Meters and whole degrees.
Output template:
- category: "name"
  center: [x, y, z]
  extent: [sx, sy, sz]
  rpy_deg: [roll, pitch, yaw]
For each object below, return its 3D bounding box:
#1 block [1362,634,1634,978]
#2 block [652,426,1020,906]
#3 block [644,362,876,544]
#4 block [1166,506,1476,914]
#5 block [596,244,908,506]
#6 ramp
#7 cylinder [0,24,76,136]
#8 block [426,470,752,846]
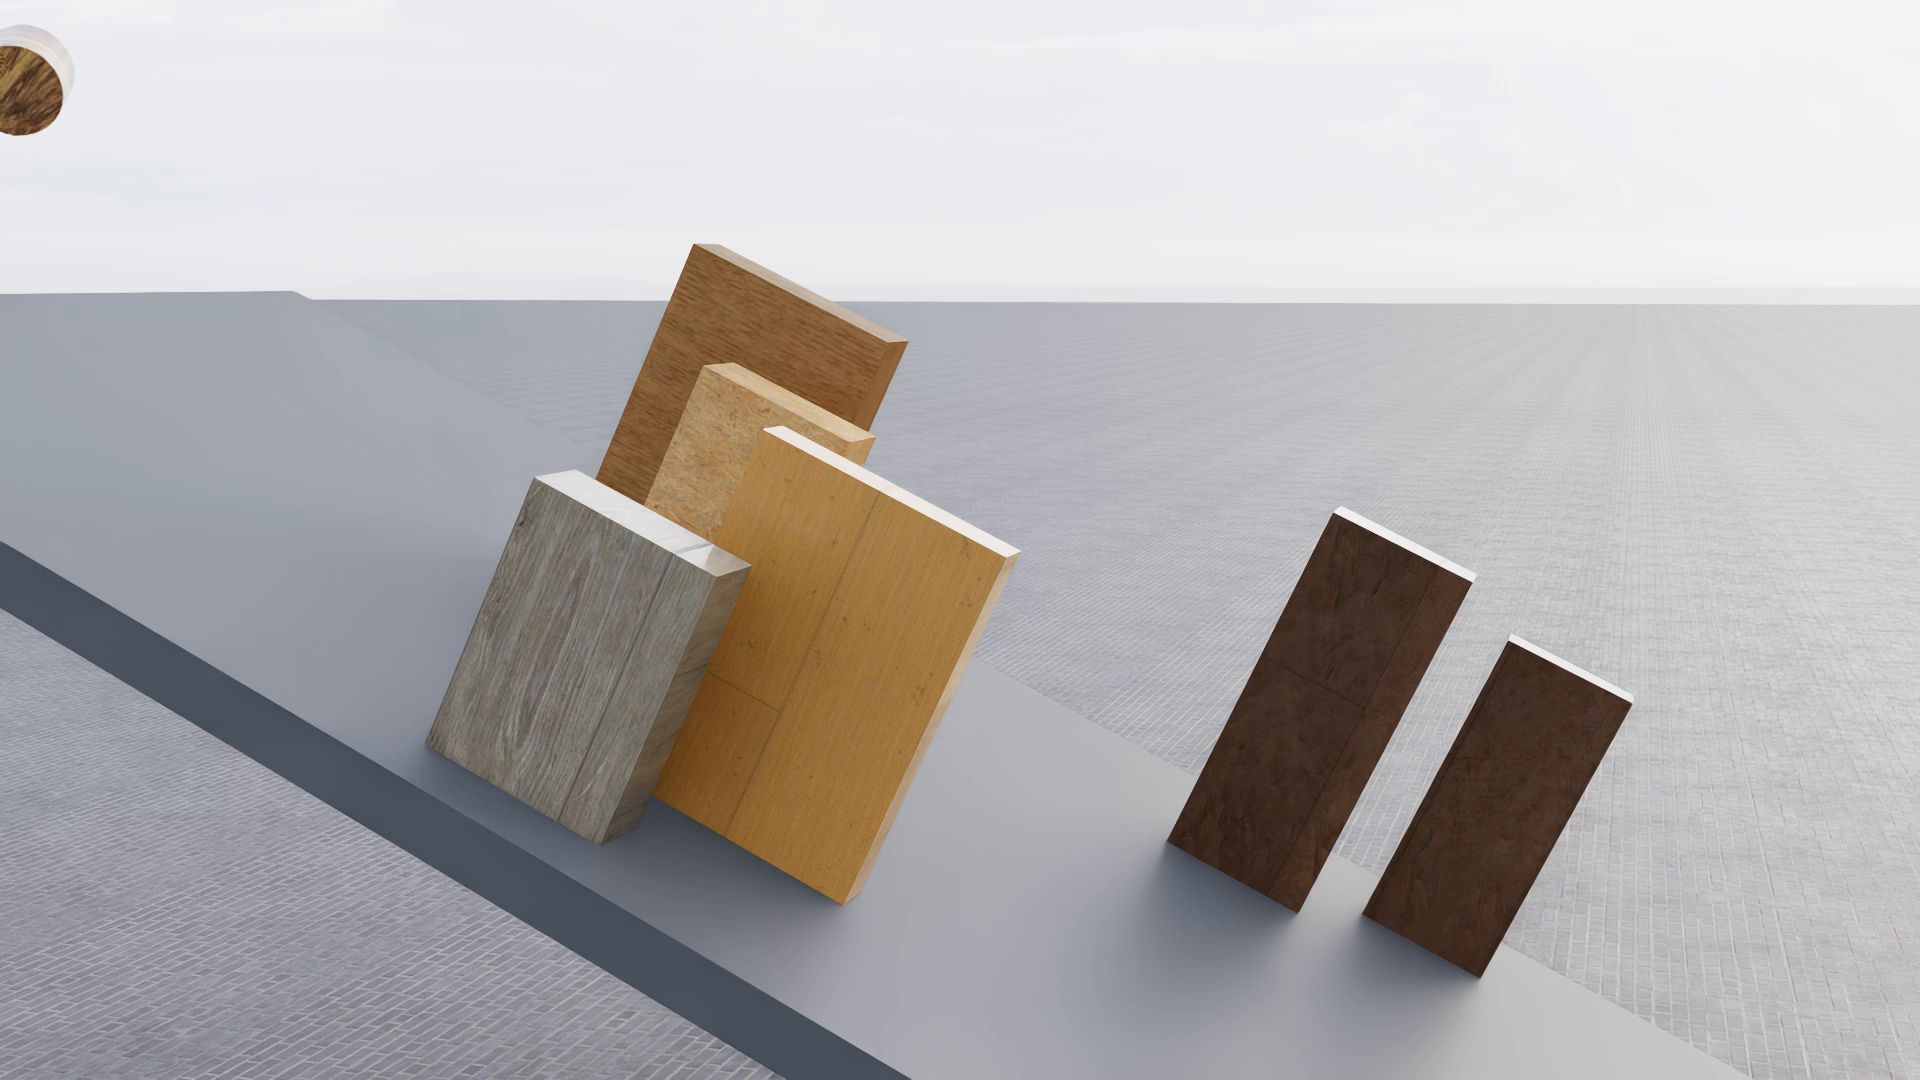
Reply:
- category: "block"
  center: [1.106, 0.549, 4.538]
  extent: [0.271, 0.657, 0.092]
  rpy_deg: [28, 14, 12]
- category: "block"
  center: [-0.238, 0.201, 3.547]
  extent: [0.444, 0.635, 0.084]
  rpy_deg: [28, 14, 12]
- category: "block"
  center: [-0.428, 0.003, 4.085]
  extent: [0.311, 0.579, 0.143]
  rpy_deg: [28, 14, 12]
- category: "block"
  center: [0.725, 0.342, 4.431]
  extent: [0.300, 0.761, 0.119]
  rpy_deg: [28, 14, 12]
- category: "block"
  center: [-0.458, -0.176, 4.425]
  extent: [0.447, 0.711, 0.127]
  rpy_deg: [28, 14, 12]
- category: "ramp"
  center: [-0.260, 0.443, 4.168]
  extent: [4.000, 0.100, 2.000]
  rpy_deg: [28, 14, 12]
- category: "cylinder"
  center: [-1.852, -0.908, 4.339]
  extent: [0.177, 0.177, 0.177]
  rpy_deg: [-2, 26, -13]
- category: "block"
  center: [-0.576, 0.178, 3.397]
  extent: [0.328, 0.468, 0.137]
  rpy_deg: [28, 14, 12]
